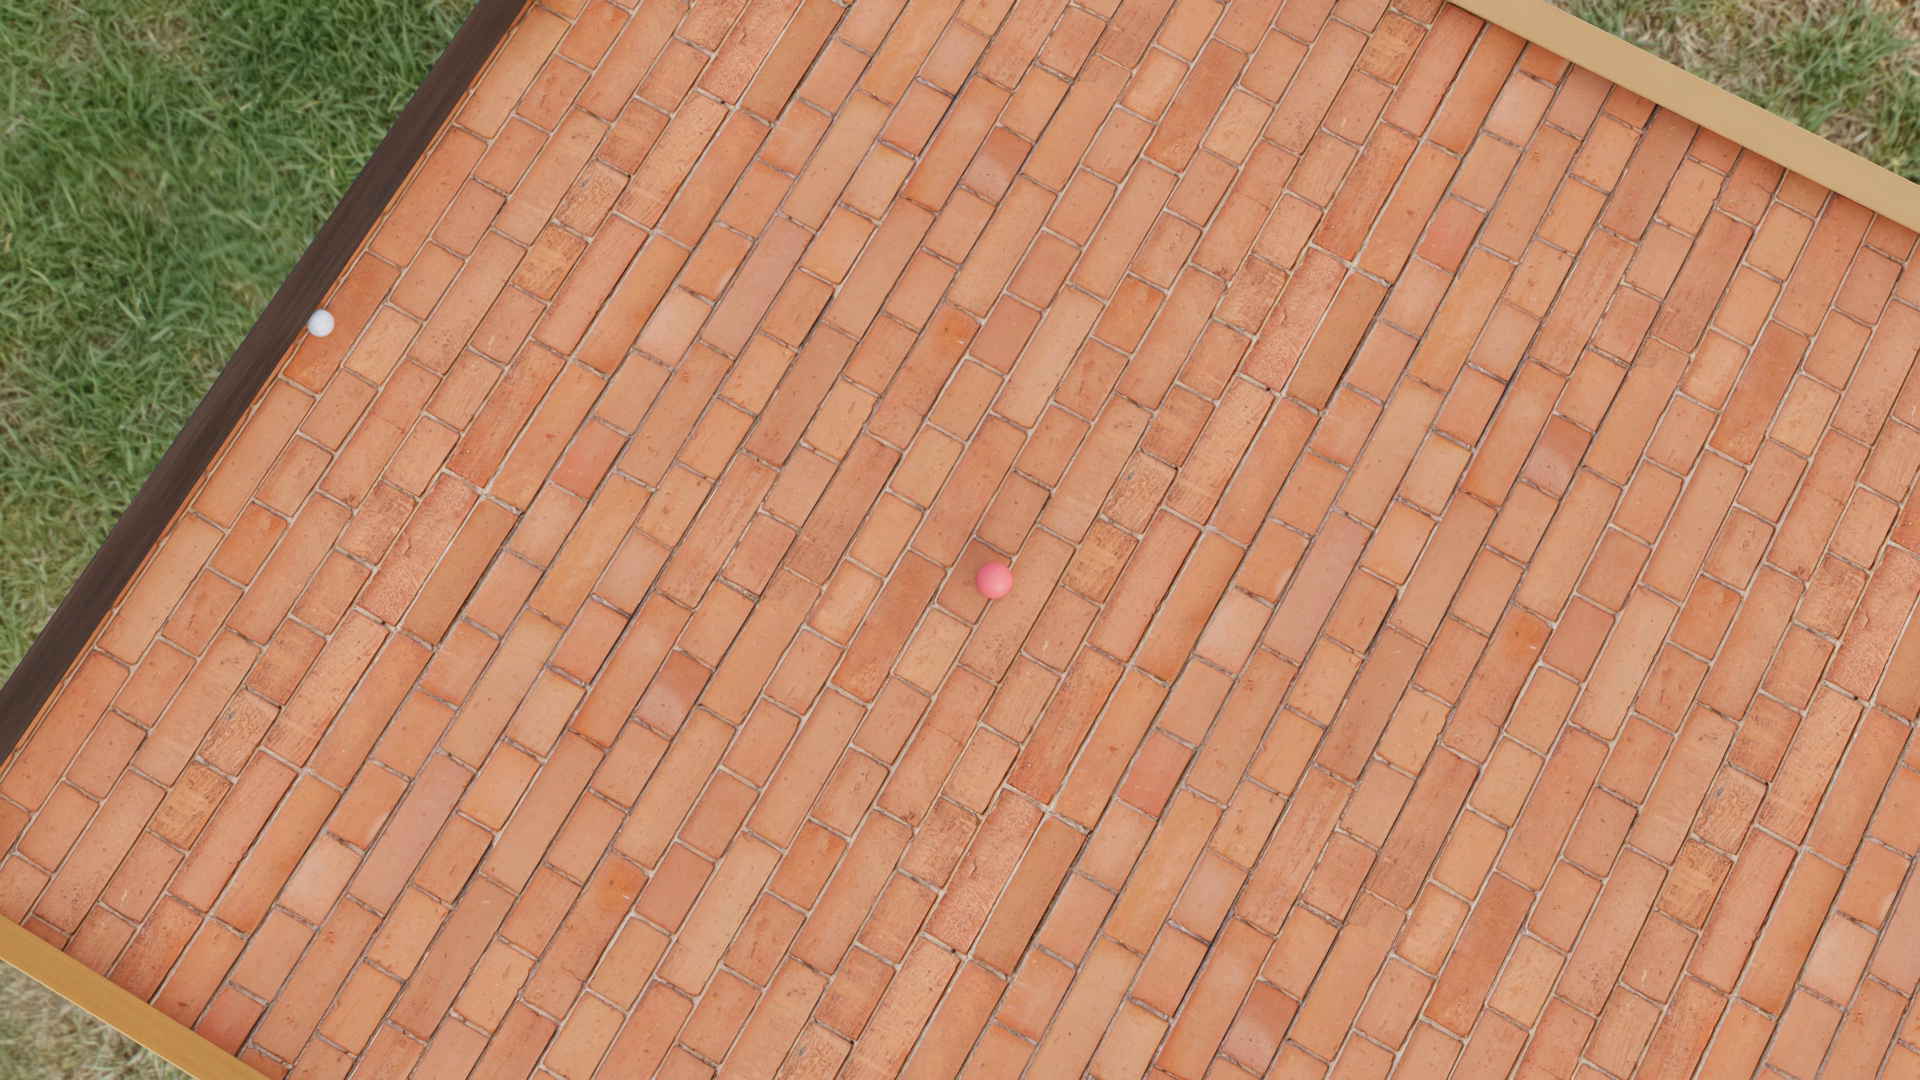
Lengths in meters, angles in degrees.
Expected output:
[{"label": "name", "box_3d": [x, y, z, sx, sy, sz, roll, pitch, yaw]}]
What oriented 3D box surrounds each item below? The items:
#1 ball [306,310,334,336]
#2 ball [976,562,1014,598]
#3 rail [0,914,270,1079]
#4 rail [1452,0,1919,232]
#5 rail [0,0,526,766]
[{"label": "ball", "box_3d": [-1.006, -0.341, 3.458, 0.044, 0.044, 0.044, 0, 75, 0]}, {"label": "ball", "box_3d": [0.052, 0.061, 3.342, 0.057, 0.057, 0.057, 0, 75, 0]}, {"label": "rail", "box_3d": [0.368, 1.531, 2.923, 4.422, 0.092, 0.045, 29, 77, 7]}, {"label": "rail", "box_3d": [1.555, -0.489, 3.472, 4.422, 0.092, 0.045, 29, 77, 7]}, {"label": "rail", "box_3d": [-0.941, -0.520, 3.481, 0.045, 0.092, 2.453, 29, 77, 7]}]
